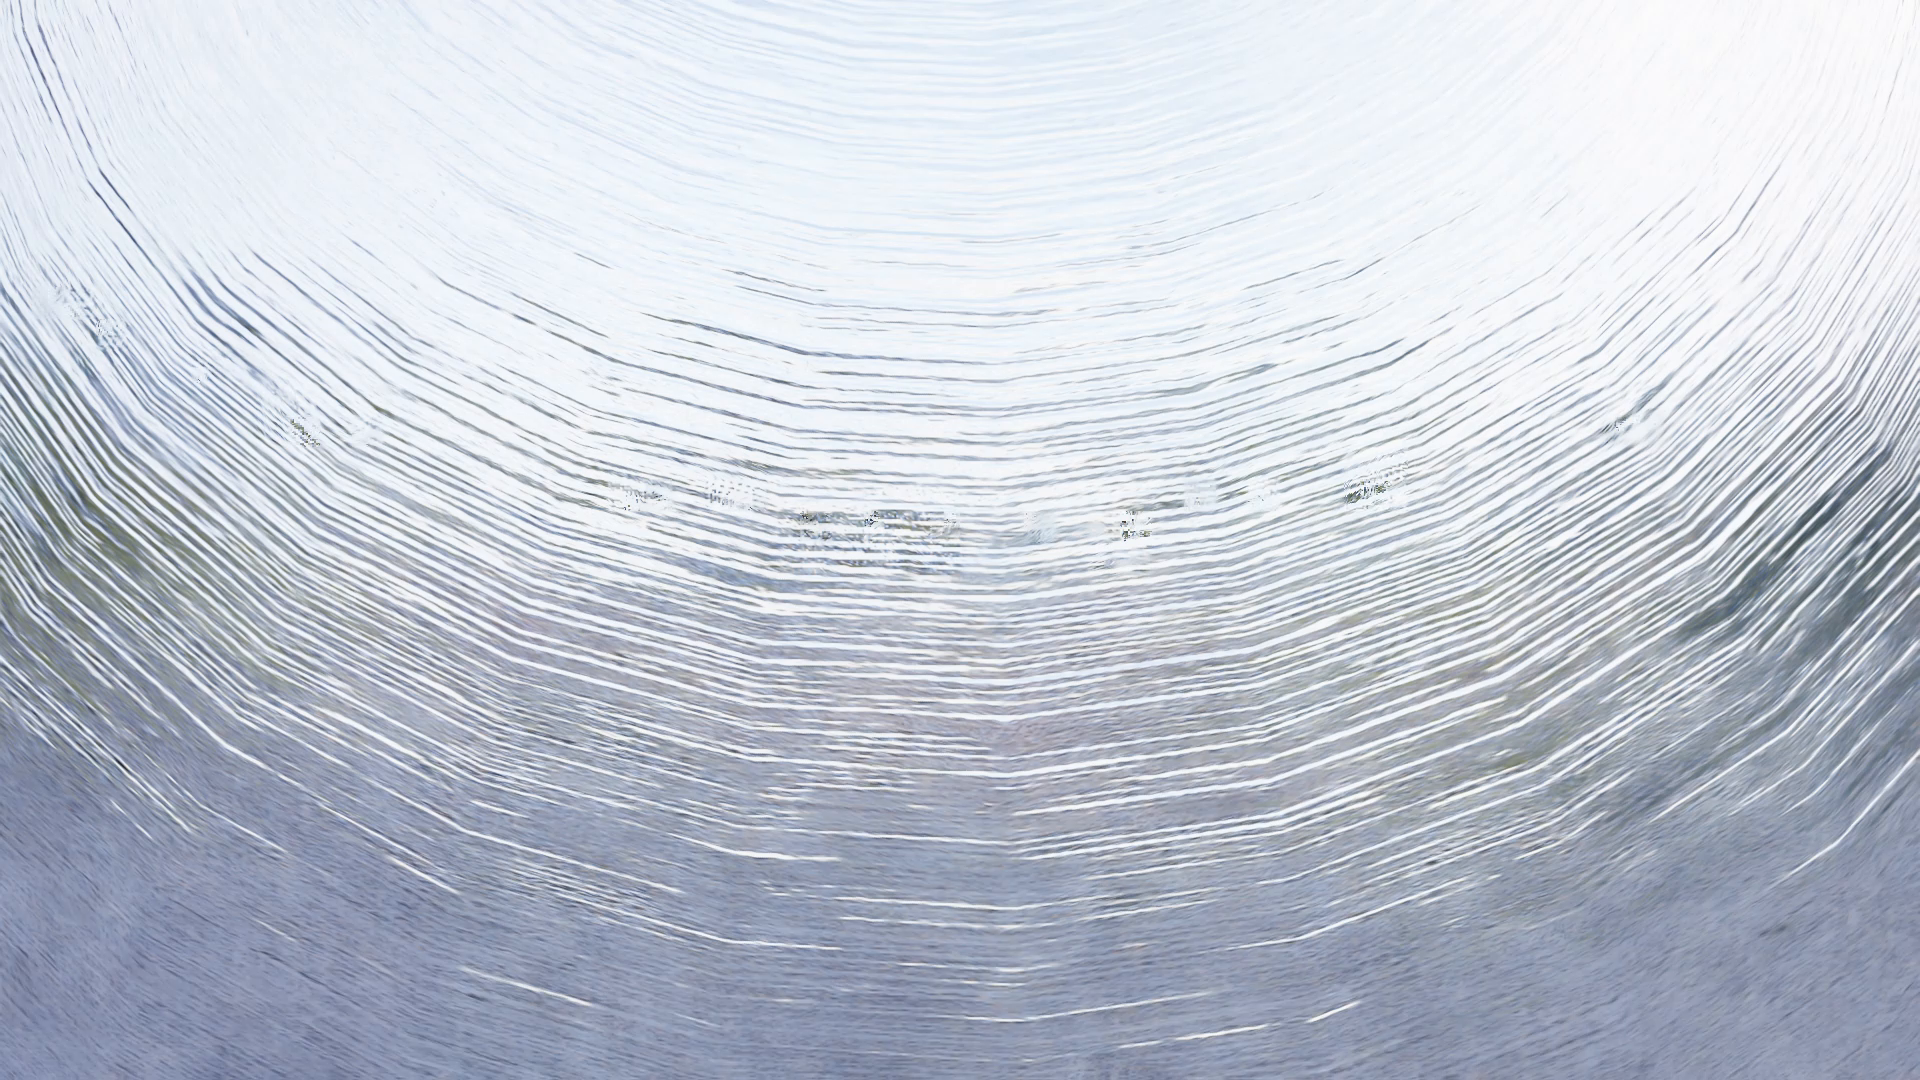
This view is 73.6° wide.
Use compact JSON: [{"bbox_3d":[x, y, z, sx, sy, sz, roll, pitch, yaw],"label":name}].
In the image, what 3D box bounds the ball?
[{"bbox_3d":[0.000,-0.002,0.056,0.080,0.080,0.080,0,4,0],"label":"ball"}]
